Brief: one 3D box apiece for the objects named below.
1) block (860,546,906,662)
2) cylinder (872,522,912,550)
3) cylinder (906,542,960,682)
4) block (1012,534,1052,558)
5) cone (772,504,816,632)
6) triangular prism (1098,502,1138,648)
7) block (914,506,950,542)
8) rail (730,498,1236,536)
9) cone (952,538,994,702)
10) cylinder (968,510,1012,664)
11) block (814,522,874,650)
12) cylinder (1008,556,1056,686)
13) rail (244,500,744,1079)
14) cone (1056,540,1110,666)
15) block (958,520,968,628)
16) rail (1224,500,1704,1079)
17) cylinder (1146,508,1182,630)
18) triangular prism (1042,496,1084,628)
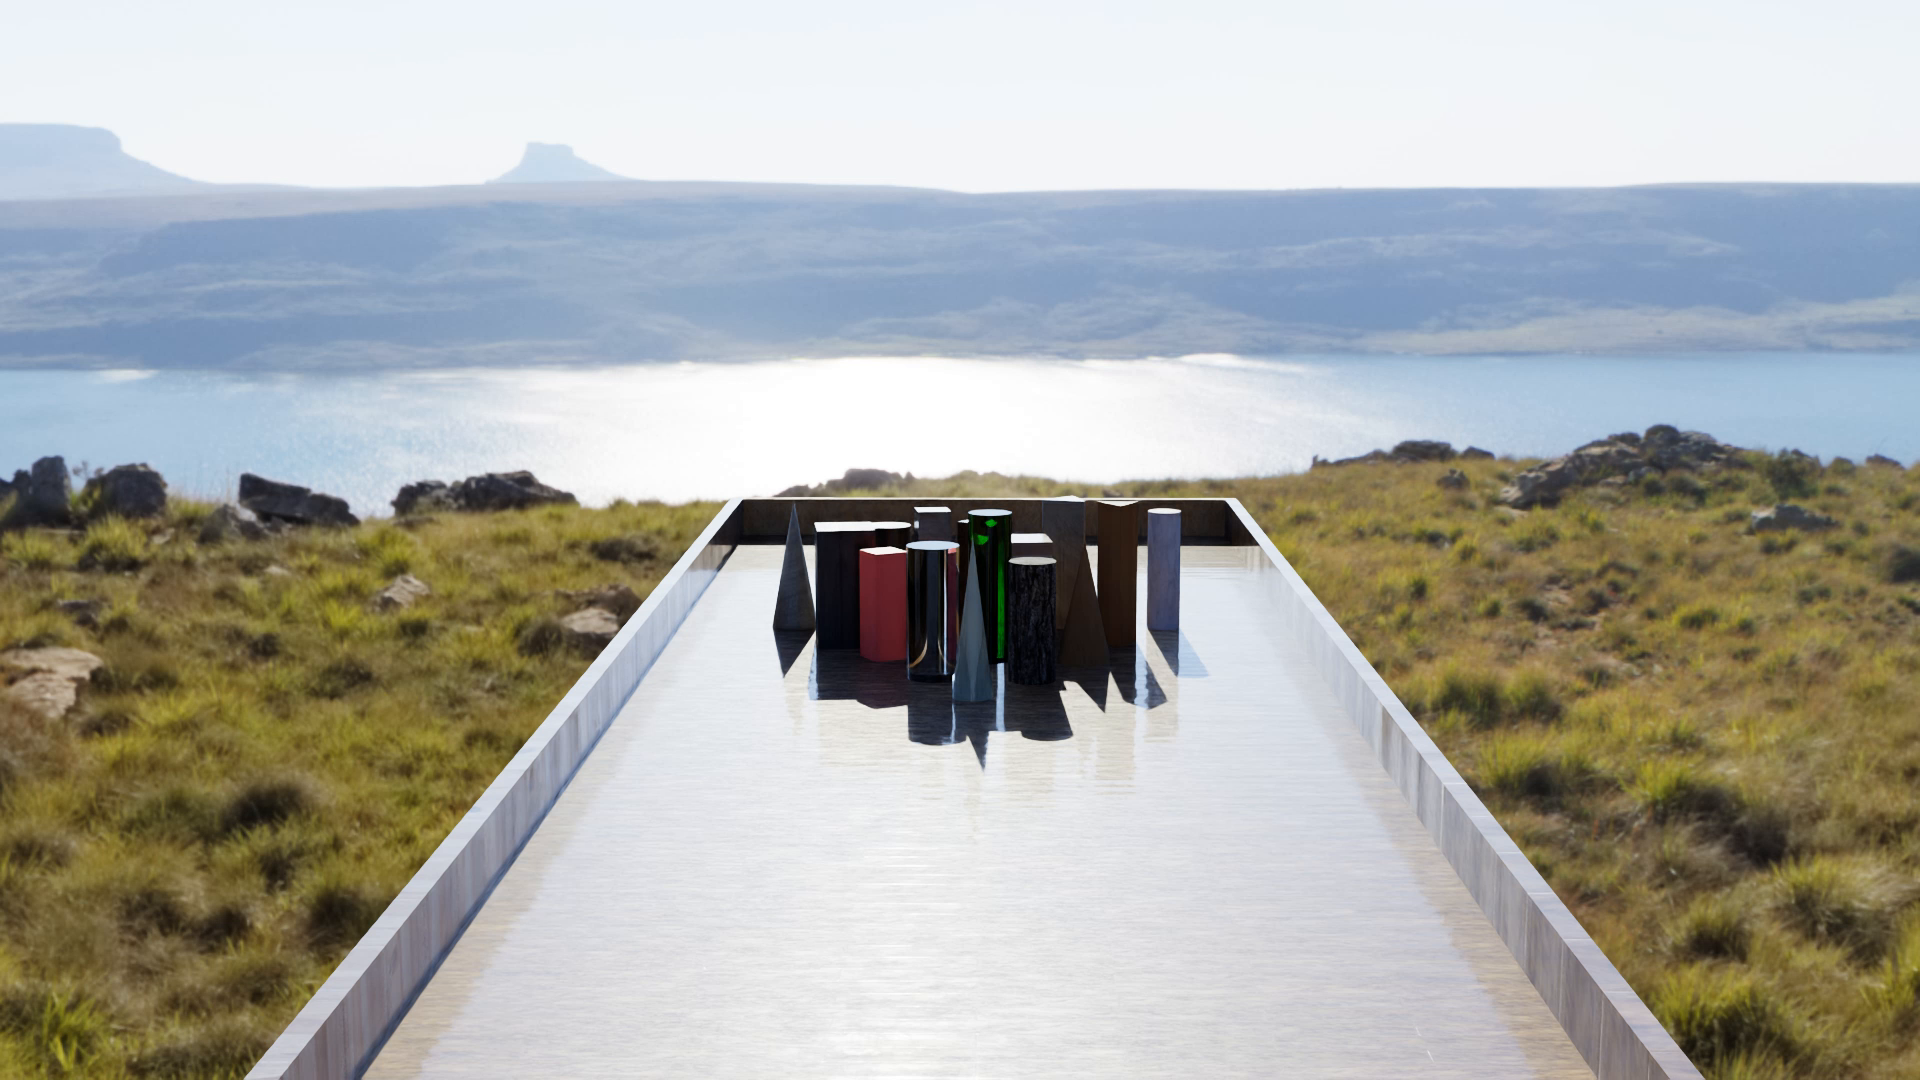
[{"bbox_3d":[-0.233,0.196,6.716,0.110,0.331,0.110,-5,10,-29],"label":"block"},{"bbox_3d":[-0.230,0.119,7.181,0.142,0.338,0.142,0,9,0],"label":"cylinder"},{"bbox_3d":[-0.079,0.209,6.434,0.155,0.393,0.155,0,9,0],"label":"cylinder"},{"bbox_3d":[0.195,0.158,6.951,0.175,0.332,0.175,-1,9,-4],"label":"block"},{"bbox_3d":[-0.540,0.076,7.180,0.152,0.423,0.152,0,9,0],"label":"cone"},{"bbox_3d":[0.513,0.103,6.928,0.108,0.447,0.125,-5,10,-30],"label":"triangular prism"},{"bbox_3d":[-0.086,0.116,6.916,0.102,0.427,0.102,-1,9,-8],"label":"block"},{"bbox_3d":[0.099,-0.098,9.147,2.100,0.150,0.050,0,9,1],"label":"rail"},{"bbox_3d":[0.036,0.216,6.177,0.117,0.459,0.117,0,9,0],"label":"cone"},{"bbox_3d":[0.091,0.141,6.673,0.131,0.453,0.131,0,9,0],"label":"cylinder"},{"bbox_3d":[-0.363,0.142,6.922,0.179,0.373,0.179,-1,9,-6],"label":"block"},{"bbox_3d":[0.210,0.235,6.401,0.139,0.353,0.139,0,9,0],"label":"cylinder"},{"bbox_3d":[-1.004,0.839,3.234,0.050,0.150,12.000,0,9,1],"label":"rail"},{"bbox_3d":[0.377,0.184,6.660,0.164,0.371,0.164,0,9,0],"label":"cone"},{"bbox_3d":[0.082,0.111,7.196,0.129,0.349,0.129,7,11,38],"label":"block"},{"bbox_3d":[1.046,0.843,3.208,0.050,0.150,12.000,0,9,1],"label":"rail"},{"bbox_3d":[0.665,0.095,7.179,0.107,0.384,0.107,0,9,0],"label":"cylinder"},{"bbox_3d":[0.353,0.072,7.201,0.141,0.423,0.122,3,9,17],"label":"triangular prism"}]
